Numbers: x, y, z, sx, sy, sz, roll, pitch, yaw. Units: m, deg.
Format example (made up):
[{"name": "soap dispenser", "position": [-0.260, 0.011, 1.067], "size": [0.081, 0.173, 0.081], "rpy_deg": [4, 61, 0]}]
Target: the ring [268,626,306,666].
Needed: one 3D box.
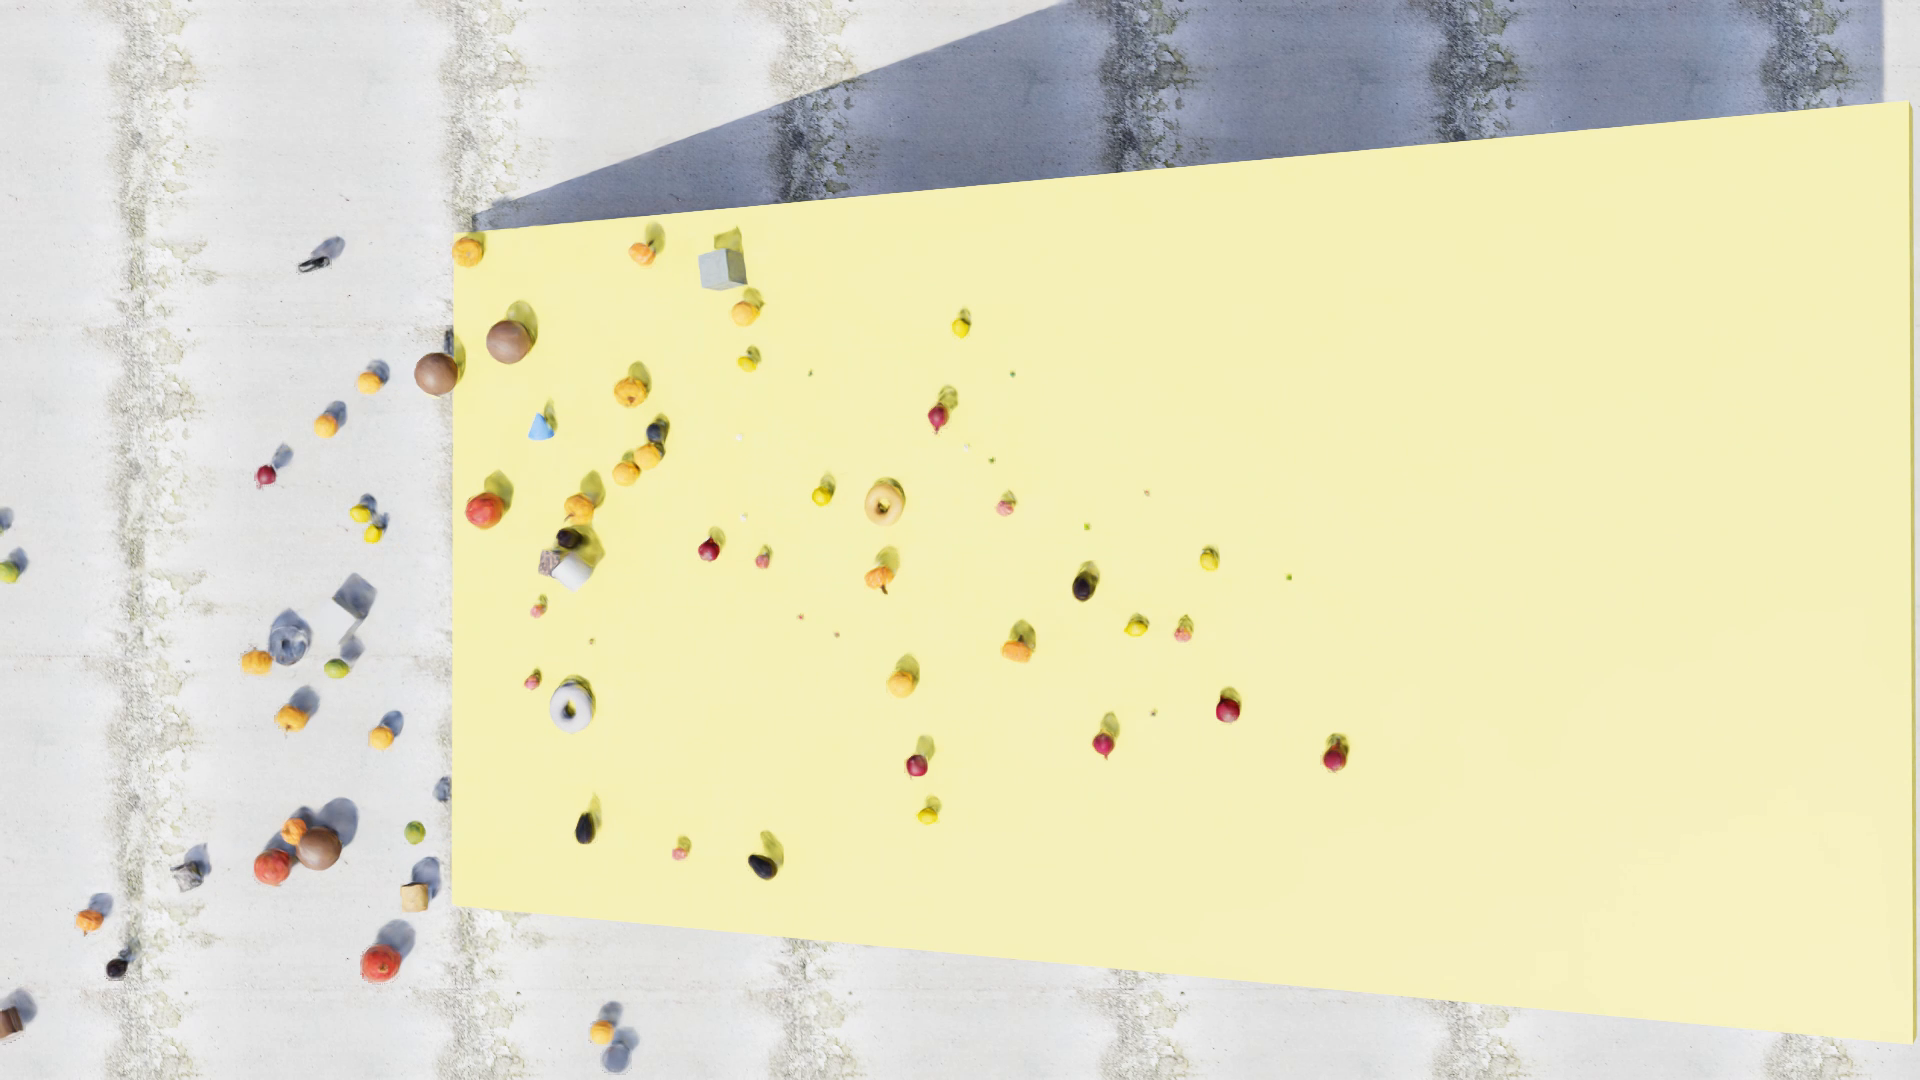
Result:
[{"name": "ring", "position": [-2.024, 0.318, 6.611], "size": [0.123, 0.041, 0.123], "rpy_deg": [0, 92, 8]}]

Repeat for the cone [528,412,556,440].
[{"name": "cone", "position": [-1.210, -0.338, 6.333], "size": [0.077, 0.077, 0.077], "rpy_deg": [-3, 121, 0]}]

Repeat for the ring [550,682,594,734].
[{"name": "ring", "position": [-1.114, 0.483, 6.306], "size": [0.146, 0.049, 0.146], "rpy_deg": [0, 91, 29]}]

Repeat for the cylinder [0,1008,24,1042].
[{"name": "cylinder", "position": [-2.849, 1.450, 6.576], "size": [0.076, 0.076, 0.076], "rpy_deg": [-28, 78, 0]}]

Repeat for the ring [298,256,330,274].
[{"name": "ring", "position": [-1.934, -0.824, 6.585], "size": [0.098, 0.098, 0.033], "rpy_deg": [-16, 103, 0]}]

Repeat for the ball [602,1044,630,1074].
[{"name": "ball", "position": [-1.028, 1.553, 6.580], "size": [0.086, 0.086, 0.086], "rpy_deg": [0, 89, 0]}]

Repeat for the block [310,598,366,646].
[{"name": "block", "position": [-1.862, 0.243, 6.585], "size": [0.100, 0.100, 0.100], "rpy_deg": [38, 91, 1]}]

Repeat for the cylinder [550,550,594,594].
[{"name": "cylinder", "position": [-1.098, 0.090, 6.228], "size": [0.087, 0.087, 0.087], "rpy_deg": [43, 90, -10]}]

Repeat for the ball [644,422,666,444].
[{"name": "ball", "position": [-0.854, -0.300, 6.167], "size": [0.060, 0.060, 0.060], "rpy_deg": [0, 89, 0]}]

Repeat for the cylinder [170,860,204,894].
[{"name": "cylinder", "position": [-2.313, 1.008, 6.587], "size": [0.070, 0.070, 0.070], "rpy_deg": [-27, 110, 0]}]

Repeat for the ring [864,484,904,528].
[{"name": "ring", "position": [-0.202, -0.092, 5.828], "size": [0.117, 0.039, 0.117], "rpy_deg": [0, 89, 30]}]

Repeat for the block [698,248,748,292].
[{"name": "block", "position": [-0.653, -0.742, 6.046], "size": [0.091, 0.091, 0.091], "rpy_deg": [-10, 85, 28]}]

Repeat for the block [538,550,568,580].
[{"name": "block", "position": [-1.159, 0.070, 6.321], "size": [0.071, 0.071, 0.071], "rpy_deg": [14, 96, 28]}]

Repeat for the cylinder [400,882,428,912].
[{"name": "cylinder", "position": [-1.630, 1.068, 6.571], "size": [0.079, 0.079, 0.079], "rpy_deg": [-3, 87, 0]}]

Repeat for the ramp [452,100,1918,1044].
[{"name": "ramp", "position": [0.276, 0.077, 5.648], "size": [4.000, 0.100, 2.000], "rpy_deg": [0, 89, 28]}]
